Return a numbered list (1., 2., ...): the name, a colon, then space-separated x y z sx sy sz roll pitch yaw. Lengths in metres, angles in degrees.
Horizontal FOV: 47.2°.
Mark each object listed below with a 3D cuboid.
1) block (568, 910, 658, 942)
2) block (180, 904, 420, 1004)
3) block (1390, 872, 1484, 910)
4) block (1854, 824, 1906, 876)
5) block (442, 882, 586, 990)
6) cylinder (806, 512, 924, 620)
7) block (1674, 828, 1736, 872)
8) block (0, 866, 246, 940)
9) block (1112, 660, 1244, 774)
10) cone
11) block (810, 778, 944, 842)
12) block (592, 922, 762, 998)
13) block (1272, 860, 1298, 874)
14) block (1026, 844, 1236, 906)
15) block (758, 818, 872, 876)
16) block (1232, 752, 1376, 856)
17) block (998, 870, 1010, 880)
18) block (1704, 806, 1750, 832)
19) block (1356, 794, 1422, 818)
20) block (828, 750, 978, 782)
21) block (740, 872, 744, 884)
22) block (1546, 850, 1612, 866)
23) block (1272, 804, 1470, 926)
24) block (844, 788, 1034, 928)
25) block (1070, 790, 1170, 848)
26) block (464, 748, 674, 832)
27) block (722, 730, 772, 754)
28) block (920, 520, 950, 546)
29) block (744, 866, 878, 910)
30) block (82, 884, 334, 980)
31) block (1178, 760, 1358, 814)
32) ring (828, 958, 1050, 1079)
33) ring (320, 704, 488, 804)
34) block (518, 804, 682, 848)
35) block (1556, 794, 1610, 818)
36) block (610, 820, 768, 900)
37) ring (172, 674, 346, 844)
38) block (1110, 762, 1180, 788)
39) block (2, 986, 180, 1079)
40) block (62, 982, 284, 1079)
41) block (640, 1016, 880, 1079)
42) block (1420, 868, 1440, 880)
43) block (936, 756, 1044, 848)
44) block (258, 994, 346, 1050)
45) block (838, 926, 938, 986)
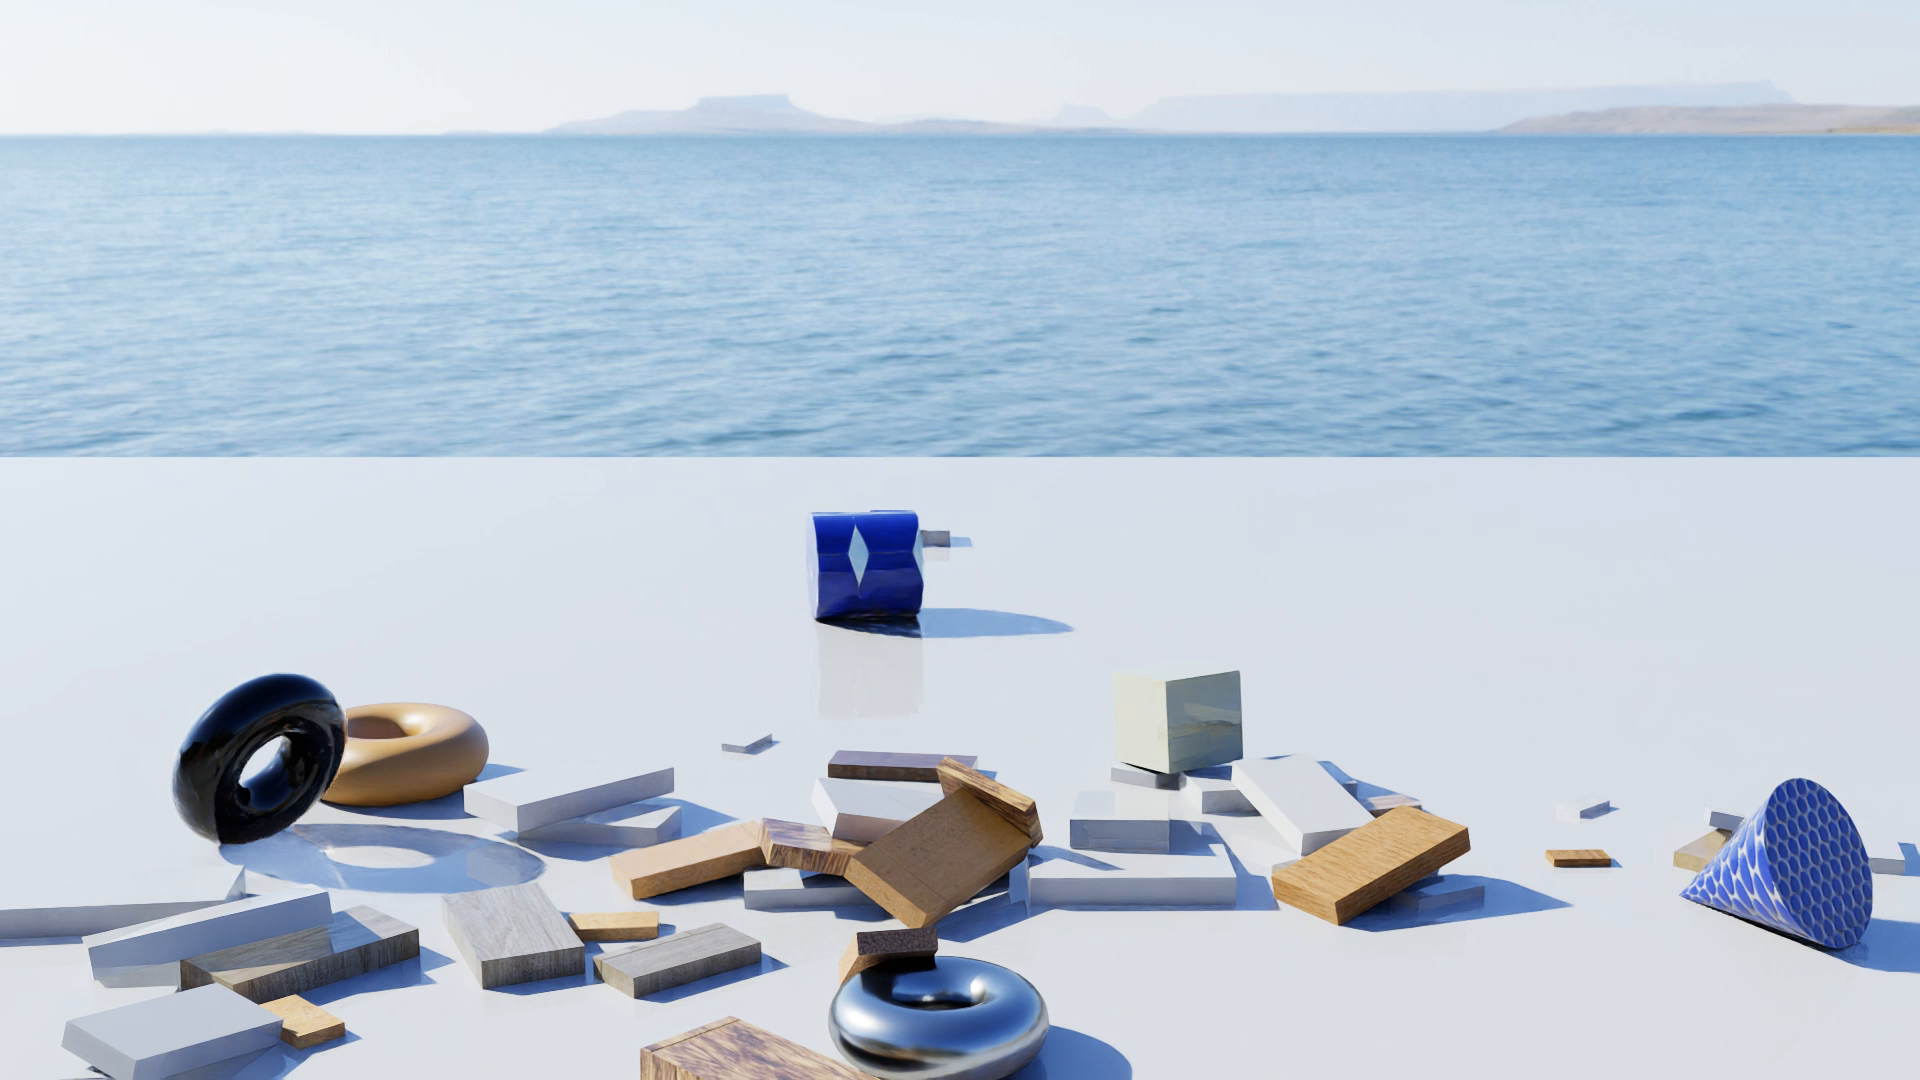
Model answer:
1. block: -0.551 0.613 3.490 0.142 0.020 0.071 -1 11 -6
2. block: -0.996 0.631 3.329 0.156 0.044 0.311 10 14 42
3. block: 0.793 0.583 3.650 0.141 0.020 0.071 -6 12 -28
4. block: 1.594 0.541 3.860 0.095 0.027 0.191 3 11 15
5. block: -0.699 0.613 3.426 0.156 0.044 0.311 -5 11 -23
6. cylinder: -0.251 0.066 5.747 0.272 0.272 0.272 -2 11 -10
7. block: 1.334 0.545 3.839 0.095 0.027 0.191 10 14 42
8. block: -1.528 0.589 3.540 0.699 0.049 0.172 -1 11 -7
9. block: 0.426 0.344 4.307 0.179 0.179 0.179 -6 6 -30
10. cone: 1.273 0.549 3.558 0.271 0.271 0.271 -9 -13 -39
11. block: -0.085 0.480 3.801 0.316 0.045 0.158 10 13 -20
12. block: -0.428 0.636 3.335 0.228 0.032 0.114 -9 14 -39
13. block: 0.590 0.570 3.733 0.058 0.016 0.115 -7 13 -34
14. block: 0.283 0.561 3.692 0.338 0.048 0.169 0 11 -1
15. block: -0.199 0.521 3.674 0.262 0.037 0.131 11 9 -15
16. block: 0.628 0.479 4.012 0.152 0.043 0.304 -4 20 -16
17. block: 0.024 0.566 3.756 0.113 0.016 0.056 -2 11 -11
18. block: 1.379 0.501 3.914 0.095 0.027 0.191 11 -1 16
19. block: 0.781 0.500 4.100 0.141 0.020 0.071 -4 11 -19
20. block: -0.112 0.449 4.354 0.284 0.028 0.099 2 11 8
21. block: -0.303 0.564 3.754 0.142 0.020 0.071 -1 11 -4
22. block: 1.076 0.553 3.827 0.100 0.014 0.050 0 11 -2
23. block: 0.683 0.536 3.649 0.304 0.043 0.152 -22 20 -29
24. block: -0.032 0.524 3.623 0.158 0.045 0.316 35 32 21
25. block: 0.287 0.494 3.906 0.169 0.048 0.338 0 2 5
26. block: -0.716 0.458 4.043 0.344 0.049 0.172 -10 15 -44
27. block: -0.441 0.418 4.553 0.056 0.016 0.112 5 12 24
28. block: -0.204 -0.019 6.817 0.338 0.048 0.169 -1 11 -3
29. block: -0.244 0.576 3.658 0.228 0.032 0.114 -1 11 -5
30. block: -1.141 0.591 3.334 0.344 0.049 0.172 -11 0 -25
31. block: 0.586 0.470 4.195 0.304 0.043 0.152 -2 11 -10
32. ring: -0.029 0.659 3.025 0.305 0.102 0.305 1 10 0
33. ring: -1.109 0.414 4.278 0.379 0.126 0.379 0 12 0
34. block: -0.652 0.512 3.987 0.262 0.037 0.131 2 11 12
35. block: 1.168 0.499 4.121 0.100 0.014 0.050 -9 14 -41
36. block: -0.448 0.542 3.735 0.263 0.037 0.131 -12 14 -22
37. ring: -1.244 0.389 3.912 0.113 0.339 0.339 32 26 28
38. block: 0.389 0.448 4.359 0.099 0.028 0.197 7 12 32
39. block: -1.180 0.691 3.002 0.156 0.044 0.311 -1 11 -7
40. block: -1.060 0.666 2.973 0.131 0.037 0.263 20 9 25
41. block: -0.246 0.714 2.877 0.355 0.045 0.158 10 15 43
42. block: 0.778 0.553 3.725 0.100 0.050 0.014 -8 31 -38
43. block: 0.051 0.449 3.763 0.197 0.099 0.028 23 53 35
44. block: -0.940 0.682 3.116 0.071 0.020 0.142 -10 15 -44
45. block: -0.106 0.604 3.185 0.114 0.032 0.228 -2 -22 -11
